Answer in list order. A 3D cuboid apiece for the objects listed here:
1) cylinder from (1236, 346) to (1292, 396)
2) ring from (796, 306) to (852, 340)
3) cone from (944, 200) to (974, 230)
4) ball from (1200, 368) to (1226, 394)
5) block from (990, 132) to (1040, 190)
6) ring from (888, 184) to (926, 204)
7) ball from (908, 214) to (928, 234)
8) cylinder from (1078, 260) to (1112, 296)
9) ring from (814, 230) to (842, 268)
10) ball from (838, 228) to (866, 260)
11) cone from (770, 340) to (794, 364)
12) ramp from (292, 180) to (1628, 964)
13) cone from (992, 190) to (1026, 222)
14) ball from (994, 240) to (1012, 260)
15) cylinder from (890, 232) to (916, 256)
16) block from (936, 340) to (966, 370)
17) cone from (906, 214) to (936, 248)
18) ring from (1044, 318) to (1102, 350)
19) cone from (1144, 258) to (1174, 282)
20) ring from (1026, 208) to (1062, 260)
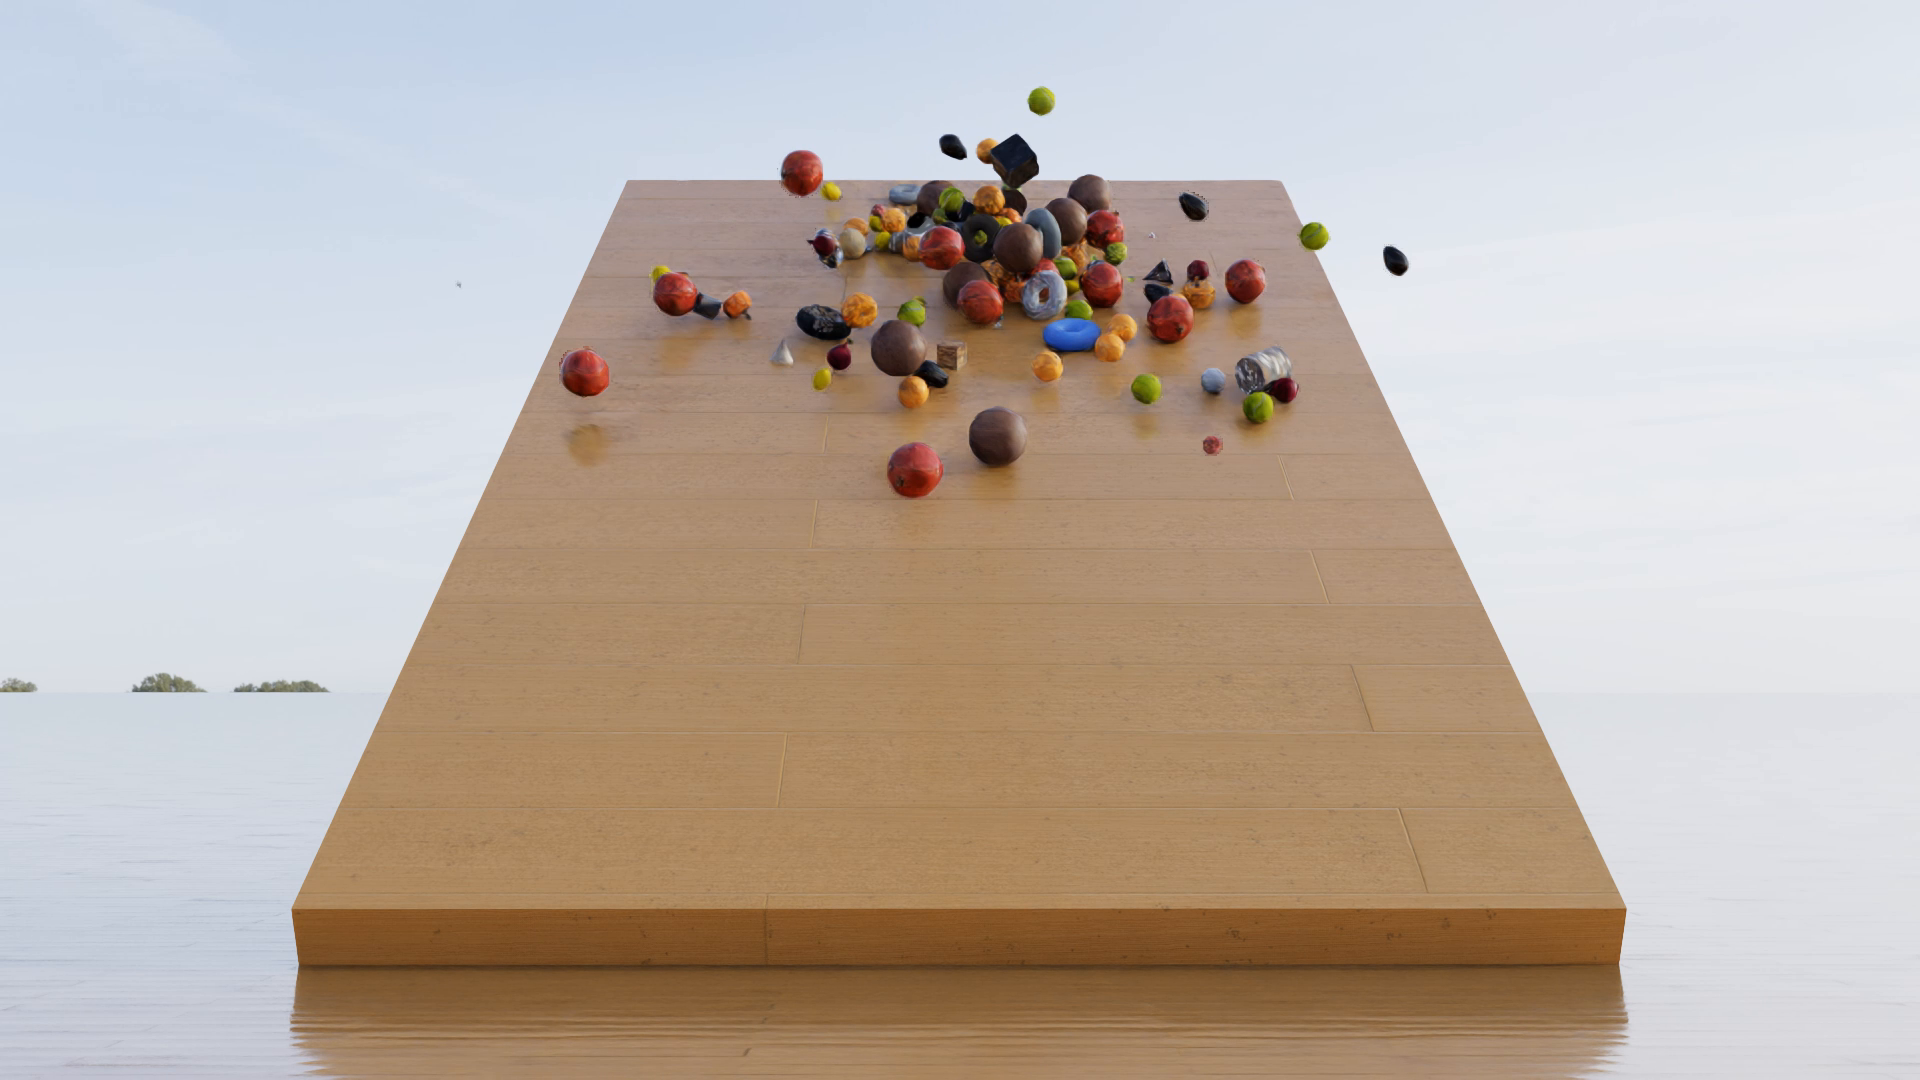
[{"bbox_3d":[0.710,-0.395,5.453,0.093,0.093,0.093,-22,10,-34],"label":"cylinder"},{"bbox_3d":[-0.340,-0.542,5.818,0.143,0.048,0.143,13,26,-7],"label":"ring"},{"bbox_3d":[0.003,-0.898,6.574,0.085,0.085,0.085,0,-36,6],"label":"cone"},{"bbox_3d":[0.593,-0.374,5.463,0.059,0.059,0.059,0,-4,0],"label":"ball"},{"bbox_3d":[0.151,-1.042,6.427,0.093,0.093,0.093,-34,-24,-8],"label":"block"},{"bbox_3d":[-0.155,-1.024,6.918,0.116,0.039,0.116,1,25,0],"label":"ring"},{"bbox_3d":[-0.120,-0.894,6.610,0.056,0.056,0.056,0,-4,0],"label":"ball"},{"bbox_3d":[0.358,-0.689,6.136,0.076,0.076,0.076,-1,24,17],"label":"cylinder"},{"bbox_3d":[-0.356,-0.788,6.307,0.037,0.112,0.112,-17,-10,24],"label":"ring"},{"bbox_3d":[-0.299,-0.811,6.391,0.084,0.084,0.084,0,-4,0],"label":"ball"},{"bbox_3d":[-0.429,-0.461,5.645,0.058,0.058,0.058,6,23,-3],"label":"cone"},{"bbox_3d":[-0.008,-0.229,5.333,2.000,0.100,4.000,0,24,0],"label":"ramp"},{"bbox_3d":[0.153,-0.937,6.680,0.100,0.100,0.100,-1,-17,15],"label":"cone"},{"bbox_3d":[0.115,-0.795,6.391,0.057,0.057,0.057,0,-4,0],"label":"ball"},{"bbox_3d":[-0.158,-0.818,6.438,0.059,0.059,0.059,9,-1,18],"label":"cylinder"},{"bbox_3d":[-0.020,-0.447,5.628,0.055,0.055,0.055,10,26,21],"label":"block"},{"bbox_3d":[-0.132,-0.861,6.547,0.096,0.096,0.096,2,-5,-31],"label":"cone"},{"bbox_3d":[0.278,-0.507,5.769,0.145,0.048,0.145,-1,25,1],"label":"ring"},{"bbox_3d":[0.521,-0.707,6.218,0.071,0.071,0.071,-31,-5,1],"label":"cone"},{"bbox_3d":[0.217,-0.798,6.086,0.046,0.139,0.139,-19,5,-25],"label":"ring"}]
